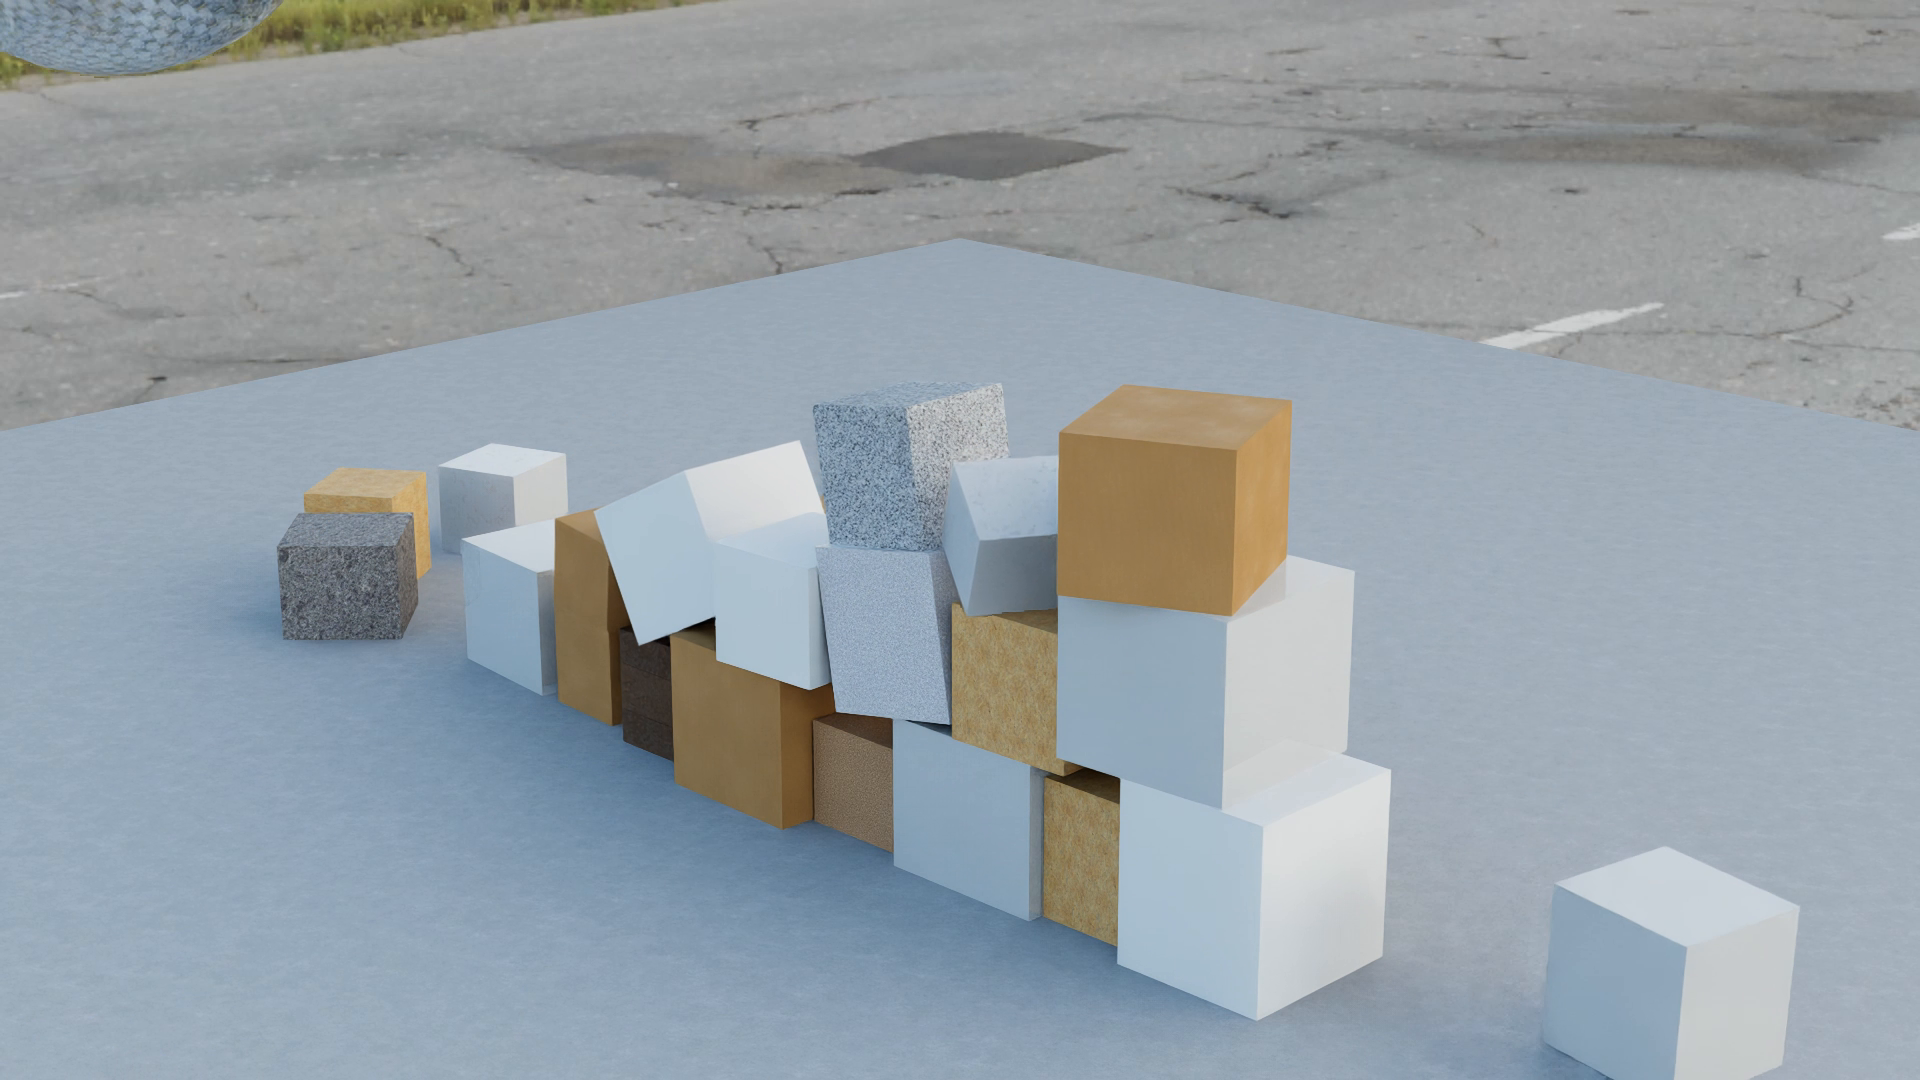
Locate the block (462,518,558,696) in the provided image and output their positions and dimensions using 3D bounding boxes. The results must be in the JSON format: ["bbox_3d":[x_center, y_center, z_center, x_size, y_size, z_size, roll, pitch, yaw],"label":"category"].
[{"bbox_3d":[-2.227,0.351,16.073,0.664,0.693,0.774,-14,22,-38],"label":"block"}]

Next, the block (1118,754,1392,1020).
[{"bbox_3d":[1.247,1.393,12.471,0.767,0.864,0.855,16,24,42],"label":"block"}]

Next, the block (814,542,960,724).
[{"bbox_3d":[-0.105,0.345,13.491,0.710,0.782,0.751,3,14,42],"label":"block"}]

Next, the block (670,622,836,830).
[{"bbox_3d":[-0.812,0.828,14.409,0.878,0.779,0.818,-16,24,-41],"label":"block"}]

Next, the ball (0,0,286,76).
[{"bbox_3d":[-2.830,-2.337,9.641,1.600,1.600,1.600,0,17,0],"label":"ball"}]

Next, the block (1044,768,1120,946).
[{"bbox_3d":[0.782,1.345,12.955,0.628,0.666,0.537,-17,24,-42],"label":"block"}]

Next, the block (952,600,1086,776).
[{"bbox_3d":[0.464,0.565,13.017,0.659,0.638,0.758,16,23,41],"label":"block"}]

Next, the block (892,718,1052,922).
[{"bbox_3d":[0.267,1.163,13.410,0.862,0.740,0.758,17,24,42],"label":"block"}]

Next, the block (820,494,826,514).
[{"bbox_3d":[-0.511,0.170,16.650,0.702,0.692,0.749,4,18,13],"label":"block"}]

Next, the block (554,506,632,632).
[{"bbox_3d":[-1.760,0.129,15.073,0.466,0.468,0.456,-16,30,-41],"label":"block"}]

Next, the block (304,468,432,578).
[{"bbox_3d":[-3.530,-0.052,17.499,0.545,0.607,0.569,3,18,10],"label":"block"}]

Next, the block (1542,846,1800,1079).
[{"bbox_3d":[2.817,1.729,11.661,0.647,0.697,0.688,-12,22,-33],"label":"block"}]

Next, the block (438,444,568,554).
[{"bbox_3d":[-2.825,-0.234,18.178,0.554,0.547,0.573,8,19,25],"label":"block"}]

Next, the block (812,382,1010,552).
[{"bbox_3d":[-0.204,-0.346,13.332,0.602,0.649,0.622,-17,15,-42],"label":"block"}]

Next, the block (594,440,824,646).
[{"bbox_3d":[-1.200,0.015,14.604,0.755,0.708,0.788,-17,-2,-43],"label":"block"}]

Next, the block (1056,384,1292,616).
[{"bbox_3d":[0.898,-0.180,12.184,0.746,0.695,0.835,7,19,20],"label":"block"}]

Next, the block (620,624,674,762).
[{"bbox_3d":[-1.311,0.746,14.948,0.614,0.614,0.567,17,24,42],"label":"block"}]

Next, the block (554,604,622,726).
[{"bbox_3d":[-1.748,0.559,15.534,0.600,0.620,0.499,-15,23,-39],"label":"block"}]

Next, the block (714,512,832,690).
[{"bbox_3d":[-0.706,0.277,13.880,0.619,0.589,0.660,15,23,39],"label":"block"}]

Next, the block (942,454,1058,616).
[{"bbox_3d":[0.245,-0.022,12.766,0.506,0.459,0.489,-4,45,-14],"label":"block"}]

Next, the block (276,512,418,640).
[{"bbox_3d":[-3.495,0.203,16.776,0.664,0.554,0.641,0,17,-1],"label":"block"}]

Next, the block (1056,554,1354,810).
[{"bbox_3d":[1.037,0.530,12.430,0.876,0.808,0.897,15,23,39],"label":"block"}]

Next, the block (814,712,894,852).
[{"bbox_3d":[-0.275,1.108,13.953,0.552,0.519,0.641,-17,24,-42],"label":"block"}]
